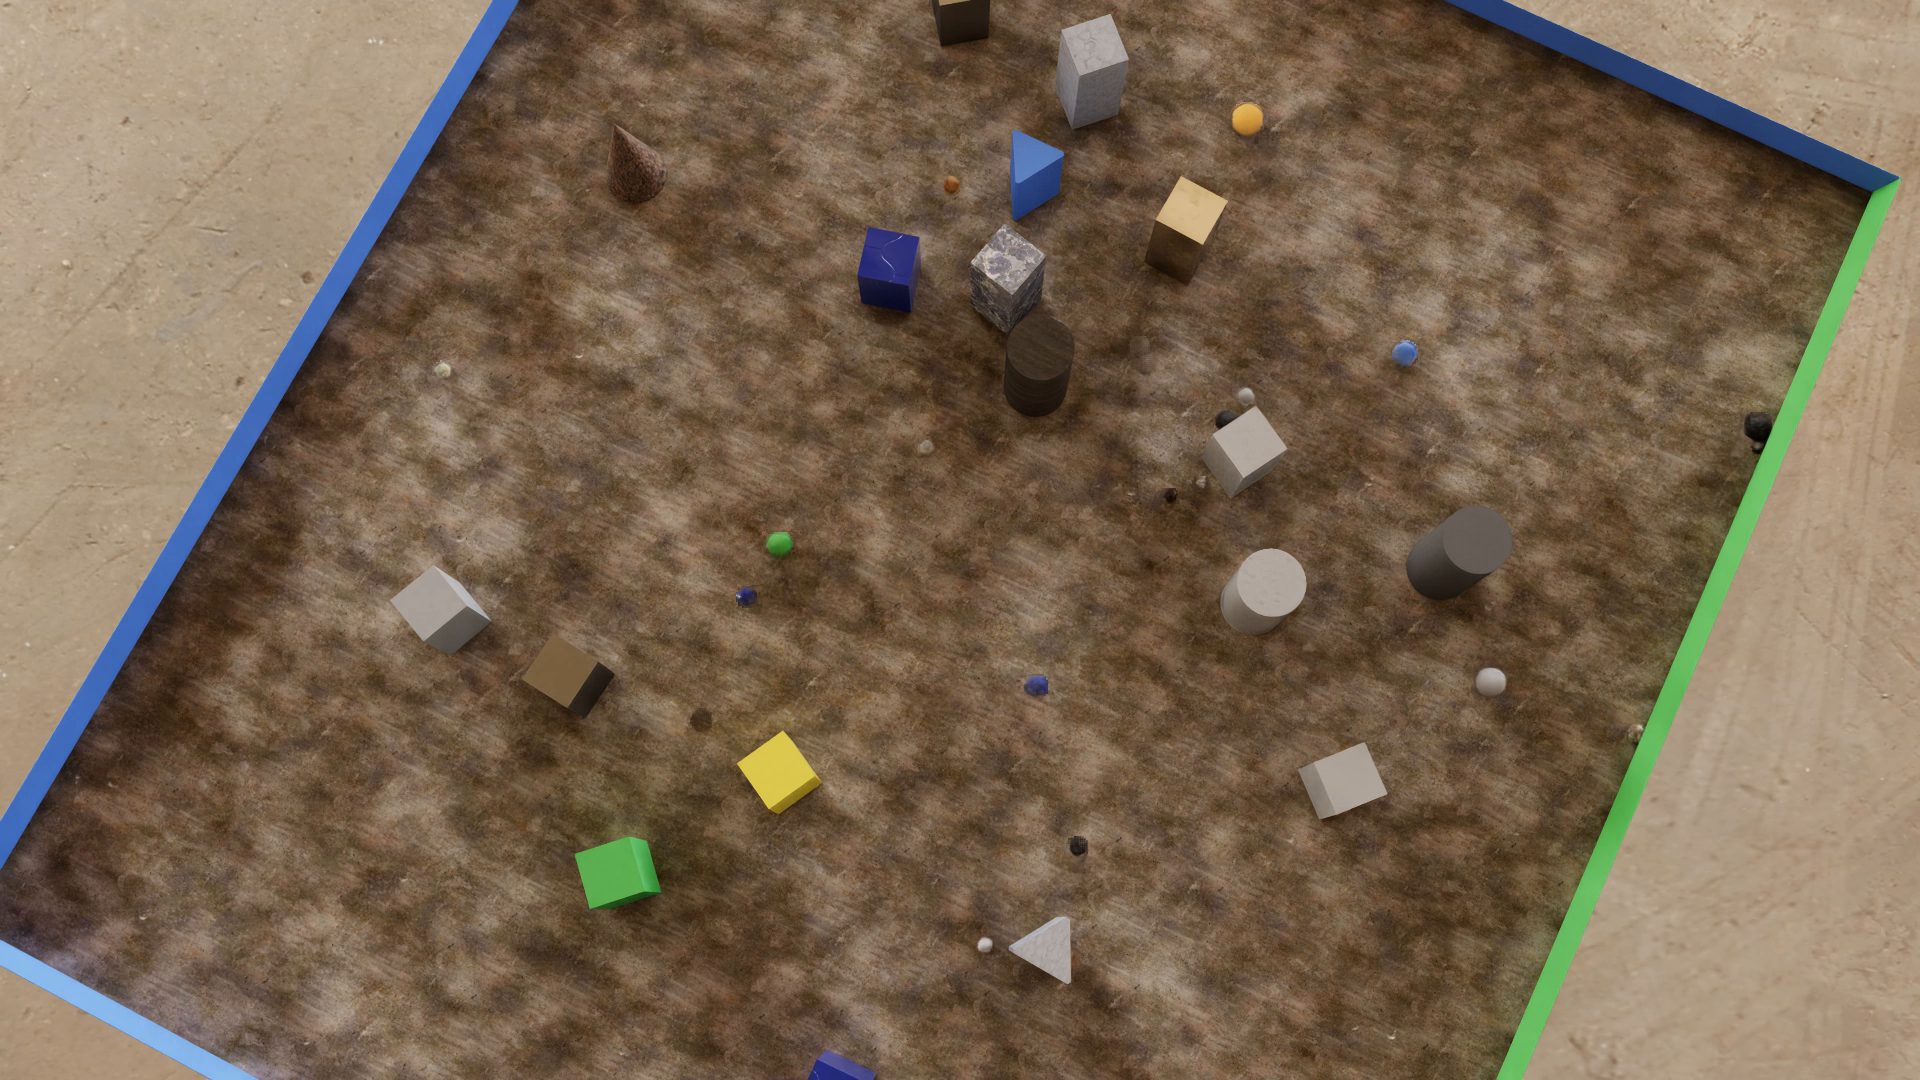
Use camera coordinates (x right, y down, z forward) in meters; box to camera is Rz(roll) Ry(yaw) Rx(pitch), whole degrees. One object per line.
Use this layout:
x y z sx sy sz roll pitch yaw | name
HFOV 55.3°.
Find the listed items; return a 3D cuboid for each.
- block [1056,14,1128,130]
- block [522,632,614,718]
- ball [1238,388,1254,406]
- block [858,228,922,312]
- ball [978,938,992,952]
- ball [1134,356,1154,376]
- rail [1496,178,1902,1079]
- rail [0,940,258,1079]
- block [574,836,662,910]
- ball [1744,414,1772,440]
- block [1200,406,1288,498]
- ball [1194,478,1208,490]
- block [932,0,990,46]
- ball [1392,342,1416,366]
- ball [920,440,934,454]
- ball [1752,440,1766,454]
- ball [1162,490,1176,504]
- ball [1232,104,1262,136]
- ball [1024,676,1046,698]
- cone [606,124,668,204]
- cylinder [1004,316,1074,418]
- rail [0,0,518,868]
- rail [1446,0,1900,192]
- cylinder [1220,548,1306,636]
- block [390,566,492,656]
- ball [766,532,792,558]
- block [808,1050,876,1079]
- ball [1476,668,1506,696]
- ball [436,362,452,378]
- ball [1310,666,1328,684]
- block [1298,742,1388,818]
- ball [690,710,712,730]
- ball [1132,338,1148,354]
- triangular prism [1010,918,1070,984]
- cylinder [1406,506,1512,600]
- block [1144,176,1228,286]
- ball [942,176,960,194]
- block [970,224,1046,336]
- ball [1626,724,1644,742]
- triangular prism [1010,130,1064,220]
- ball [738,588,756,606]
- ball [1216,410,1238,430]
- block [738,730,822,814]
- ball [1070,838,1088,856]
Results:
0.408 -1.456 5.721 0.159 0.385 0.159 -19 79 -4 | block
-1.150 0.402 5.399 0.159 0.262 0.159 31 80 6 | block
0.886 -0.443 5.682 0.052 0.052 0.052 0 78 0 | ball
-0.216 -0.832 5.661 0.159 0.251 0.159 11 79 2 | block
0.075 1.183 5.350 0.043 0.043 0.043 0 78 0 | ball
0.574 -0.543 5.698 0.062 0.062 0.062 0 78 0 | ball
1.872 0.923 5.359 0.045 0.129 4.684 26 80 5 | rail
-1.037 2.037 5.128 4.233 0.129 0.045 26 80 5 | rail
-0.979 0.959 5.267 0.159 0.297 0.159 -18 79 -4 | block
2.459 -0.349 5.648 0.080 0.080 0.080 0 78 0 | ball
0.854 -0.262 5.533 0.159 0.271 0.159 -33 80 -6 | block
0.742 -0.173 5.631 0.041 0.041 0.041 0 78 0 | ball
0.001 -1.720 5.833 0.159 0.273 0.159 -11 79 -2 | block
1.382 -0.578 5.700 0.072 0.072 0.072 0 78 0 | ball
-0.102 -0.286 5.654 0.043 0.043 0.043 0 78 0 | ball
2.466 -0.286 5.652 0.047 0.047 0.047 0 78 0 | ball
0.643 -0.134 5.622 0.044 0.044 0.044 0 78 0 | ball
0.916 -1.340 5.843 0.099 0.099 0.099 0 78 0 | ball
0.227 0.438 5.493 0.065 0.065 0.065 0 78 0 | ball
-1.035 -1.209 5.672 0.198 0.381 0.198 0 78 0 | cone
0.234 -0.519 5.521 0.198 0.397 0.198 0 78 0 | cylinder
-1.872 -0.910 5.738 0.045 0.129 4.684 26 80 5 | rail
1.037 -2.024 5.969 4.233 0.129 0.045 26 80 5 | rail
0.891 0.157 5.407 0.198 0.347 0.198 0 78 0 | cylinder
-1.533 0.211 5.427 0.159 0.287 0.159 -40 81 -8 | block
-0.550 0.016 5.575 0.075 0.075 0.075 0 78 0 | ball
-0.346 1.540 5.100 0.159 0.387 0.159 24 79 5 | block
1.589 0.424 5.485 0.086 0.086 0.086 0 78 0 | ball
-1.608 -0.527 5.701 0.048 0.048 0.048 0 78 0 | ball
1.080 0.405 5.505 0.054 0.054 0.054 0 78 0 | ball
1.112 0.704 5.341 0.159 0.254 0.159 -21 79 -4 | block
-0.775 0.539 5.473 0.063 0.063 0.063 0 78 0 | ball
0.563 -0.603 5.715 0.052 0.052 0.052 0 78 0 | ball
0.253 1.124 5.132 0.172 0.494 0.149 29 80 6 | triangular prism
1.462 0.043 5.387 0.198 0.432 0.198 0 78 0 | cylinder
0.690 -0.945 5.628 0.159 0.360 0.159 29 80 6 | block
-0.028 -1.129 5.823 0.054 0.054 0.054 0 78 0 | ball
0.143 -0.788 5.582 0.159 0.387 0.159 39 81 7 | block
2.019 0.578 5.470 0.053 0.053 0.053 0 78 0 | ball
0.204 -1.155 5.702 0.172 0.300 0.149 -33 80 -6 | triangular prism
-0.643 0.173 5.553 0.054 0.054 0.054 0 78 0 | ball
0.827 -0.363 5.655 0.072 0.072 0.072 0 78 0 | ball
-0.522 0.680 5.335 0.159 0.275 0.159 -35 80 -7 | block
0.348 0.903 5.402 0.053 0.053 0.053 0 78 0 | ball
